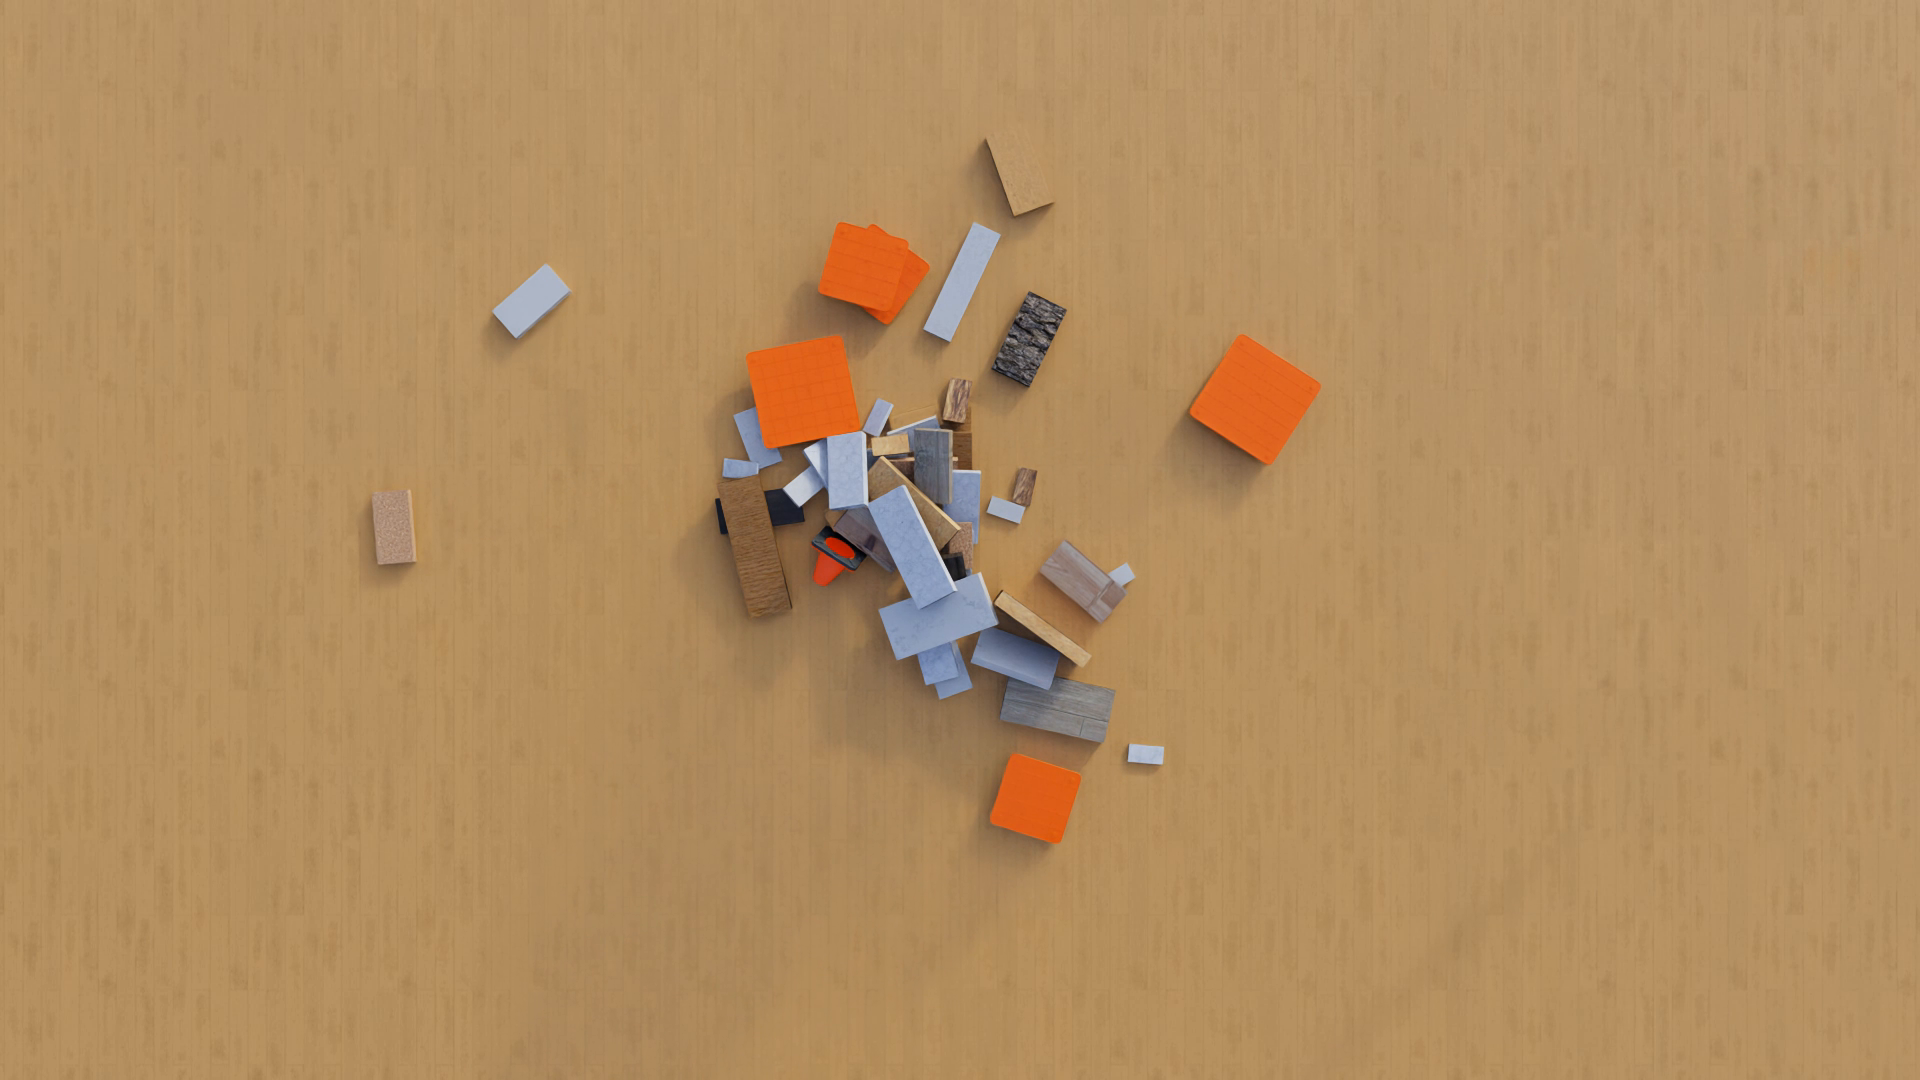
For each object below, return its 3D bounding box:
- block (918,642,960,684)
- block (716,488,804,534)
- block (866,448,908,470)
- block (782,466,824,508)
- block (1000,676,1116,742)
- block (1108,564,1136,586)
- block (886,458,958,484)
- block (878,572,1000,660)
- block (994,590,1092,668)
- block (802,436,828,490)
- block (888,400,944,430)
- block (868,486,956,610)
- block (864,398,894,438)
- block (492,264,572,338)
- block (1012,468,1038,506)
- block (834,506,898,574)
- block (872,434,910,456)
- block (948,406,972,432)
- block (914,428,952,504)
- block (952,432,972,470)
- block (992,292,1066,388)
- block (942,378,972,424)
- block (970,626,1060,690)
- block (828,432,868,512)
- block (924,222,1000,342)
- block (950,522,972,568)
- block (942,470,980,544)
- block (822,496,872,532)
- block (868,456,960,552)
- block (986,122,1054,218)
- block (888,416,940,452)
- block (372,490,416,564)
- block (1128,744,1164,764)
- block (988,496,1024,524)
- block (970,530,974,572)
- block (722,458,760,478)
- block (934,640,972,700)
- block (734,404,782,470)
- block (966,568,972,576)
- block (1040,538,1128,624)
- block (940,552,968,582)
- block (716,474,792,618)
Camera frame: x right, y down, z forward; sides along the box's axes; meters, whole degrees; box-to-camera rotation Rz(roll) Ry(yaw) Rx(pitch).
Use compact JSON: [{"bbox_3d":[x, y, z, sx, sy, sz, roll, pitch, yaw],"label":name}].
[{"bbox_3d":[-0.087,0.351,5.441,0.116,0.033,0.232,-16,91,12],"label":"block"},{"bbox_3d":[-0.665,-0.099,5.483,0.279,0.034,0.120,-9,90,0],"label":"block"},{"bbox_3d":[-0.258,-0.259,5.470,0.171,0.024,0.086,-1,114,0],"label":"block"},{"bbox_3d":[-0.499,-0.188,5.464,0.163,0.023,0.081,-41,90,-18],"label":"block"},{"bbox_3d":[0.323,0.545,5.475,0.355,0.050,0.177,13,90,0],"label":"block"},{"bbox_3d":[0.519,0.130,5.492,0.116,0.016,0.058,-31,90,0],"label":"block"},{"bbox_3d":[-0.128,-0.211,5.460,0.241,0.034,0.121,0,113,0],"label":"block"},{"bbox_3d":[-0.069,0.250,5.387,0.355,0.050,0.177,-20,88,12],"label":"block"},{"bbox_3d":[0.268,0.289,5.411,0.355,0.177,0.050,36,90,0],"label":"block"},{"bbox_3d":[-0.426,-0.236,5.465,0.099,0.028,0.198,-32,87,-20],"label":"block"},{"bbox_3d":[-0.148,-0.403,5.488,0.171,0.024,0.086,-15,90,0],"label":"block"},{"bbox_3d":[-0.156,0.024,5.355,0.136,0.039,0.385,-28,83,14],"label":"block"},{"bbox_3d":[-0.272,-0.406,5.478,0.060,0.017,0.120,25,90,30],"label":"block"},{"bbox_3d":[-1.423,-0.793,5.483,0.239,0.034,0.120,-41,90,0],"label":"block"},{"bbox_3d":[0.216,-0.178,5.492,0.060,0.017,0.120,12,90,0],"label":"block"},{"bbox_3d":[-0.284,-0.014,5.446,0.247,0.035,0.124,38,102,-12],"label":"block"},{"bbox_3d":[-0.229,-0.311,5.435,0.121,0.017,0.060,-6,82,-1],"label":"block"},{"bbox_3d":[0.000,-0.369,5.490,0.074,0.021,0.148,0,90,0],"label":"block"},{"bbox_3d":[-0.086,-0.242,5.388,0.121,0.034,0.241,5,106,18],"label":"block"},{"bbox_3d":[0.003,-0.285,5.471,0.074,0.021,0.148,0,105,0],"label":"block"},{"bbox_3d":[0.230,-0.666,5.480,0.141,0.040,0.283,26,90,0],"label":"block"},{"bbox_3d":[-0.009,-0.461,5.473,0.074,0.021,0.148,10,78,2],"label":"block"},{"bbox_3d":[0.185,0.386,5.442,0.273,0.039,0.136,20,52,0],"label":"block"},{"bbox_3d":[-0.368,-0.225,5.406,0.124,0.035,0.248,-8,75,19],"label":"block"},{"bbox_3d":[0.007,-0.857,5.486,0.099,0.028,0.393,25,90,0],"label":"block"},{"bbox_3d":[0.003,0.019,5.425,0.076,0.021,0.151,-1,96,2],"label":"block"},{"bbox_3d":[0.004,-0.110,5.450,0.121,0.034,0.241,2,106,0],"label":"block"},{"bbox_3d":[-0.368,-0.104,5.467,0.163,0.023,0.081,-34,74,8],"label":"block"},{"bbox_3d":[-0.168,-0.110,5.409,0.350,0.035,0.124,43,108,4],"label":"block"},{"bbox_3d":[0.198,-1.230,5.480,0.141,0.040,0.283,-20,90,0],"label":"block"},{"bbox_3d":[-0.146,-0.343,5.469,0.171,0.024,0.086,-19,113,2],"label":"block"},{"bbox_3d":[-1.881,-0.043,5.483,0.120,0.034,0.239,-5,90,0],"label":"block"},{"bbox_3d":[0.618,0.713,5.492,0.116,0.016,0.058,5,90,0],"label":"block"},{"bbox_3d":[0.153,-0.101,5.492,0.116,0.016,0.058,19,90,0],"label":"block"},{"bbox_3d":[0.005,0.041,5.466,0.076,0.021,0.151,2,108,0],"label":"block"},{"bbox_3d":[-0.727,-0.234,5.474,0.120,0.017,0.060,8,97,14],"label":"block"},{"bbox_3d":[-0.051,0.400,5.484,0.116,0.033,0.232,-20,90,0],"label":"block"},{"bbox_3d":[-0.671,-0.339,5.486,0.099,0.028,0.198,-21,90,0],"label":"block"},{"bbox_3d":[0.001,0.136,5.469,0.076,0.021,0.151,-5,104,2],"label":"block"},{"bbox_3d":[0.409,0.136,5.469,0.273,0.039,0.136,40,96,2],"label":"block"},{"bbox_3d":[-0.029,0.157,5.432,0.116,0.033,0.232,-9,116,3],"label":"block"},{"bbox_3d":[-0.679,0.021,5.453,0.141,0.040,0.459,-13,97,1],"label":"block"}]
